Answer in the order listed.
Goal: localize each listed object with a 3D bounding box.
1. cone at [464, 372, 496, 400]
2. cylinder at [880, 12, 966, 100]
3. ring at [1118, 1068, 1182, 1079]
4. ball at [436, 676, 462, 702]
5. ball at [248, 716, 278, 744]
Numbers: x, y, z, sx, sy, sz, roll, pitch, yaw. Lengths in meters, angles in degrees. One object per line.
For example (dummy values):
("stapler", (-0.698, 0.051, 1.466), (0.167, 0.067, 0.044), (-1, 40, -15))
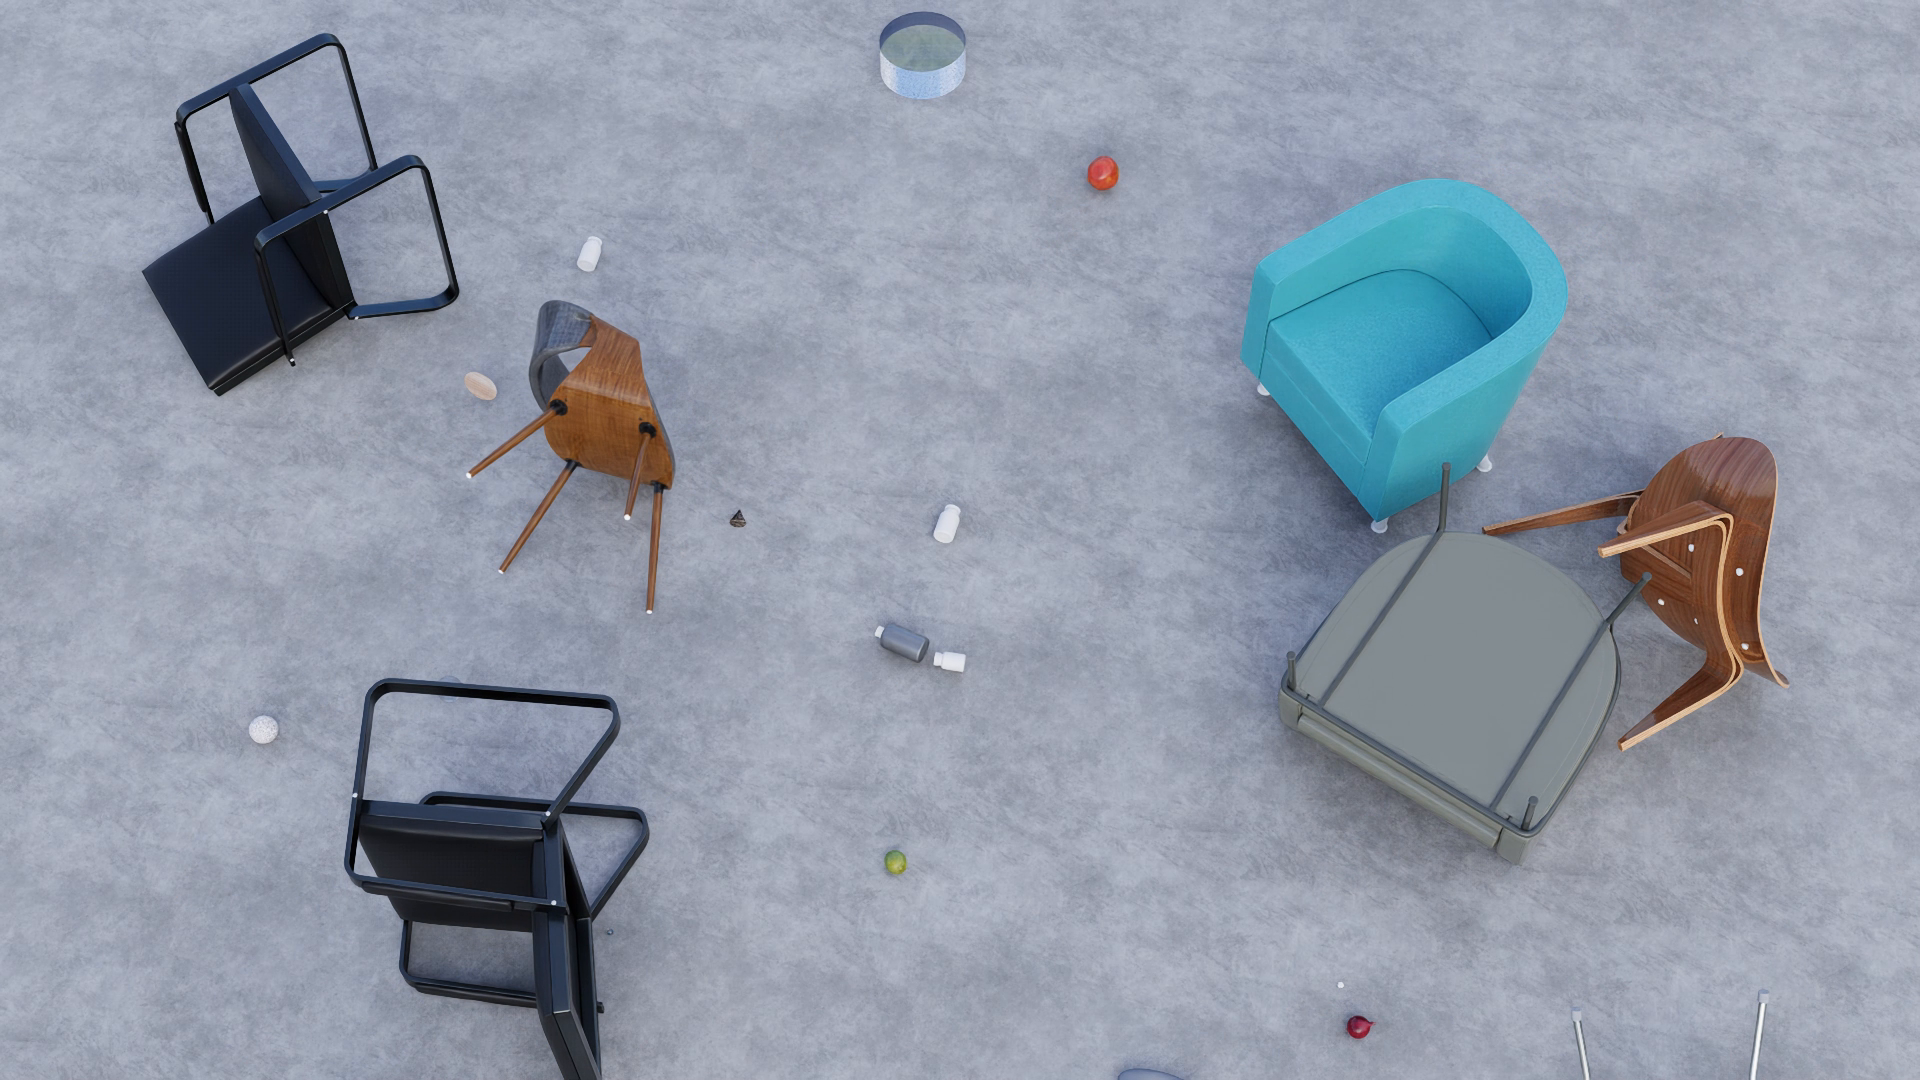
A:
("cone", (-1.487, -0.486, 6.882), (0.122, 0.077, 0.047), (29, 22, 13))
("cylinder", (-0.129, -1.681, 7.624), (0.300, 0.129, 0.295), (-27, 60, -17))
("ring", (0.527, 1.414, 5.602), (0.264, 0.039, 0.108), (18, 59, 11))
("ball", (-1.450, 0.422, 6.245), (0.075, 0.075, 0.075), (0, 56, 0))
("ball", (-1.953, 0.532, 6.169), (0.080, 0.080, 0.080), (0, 56, 0))
